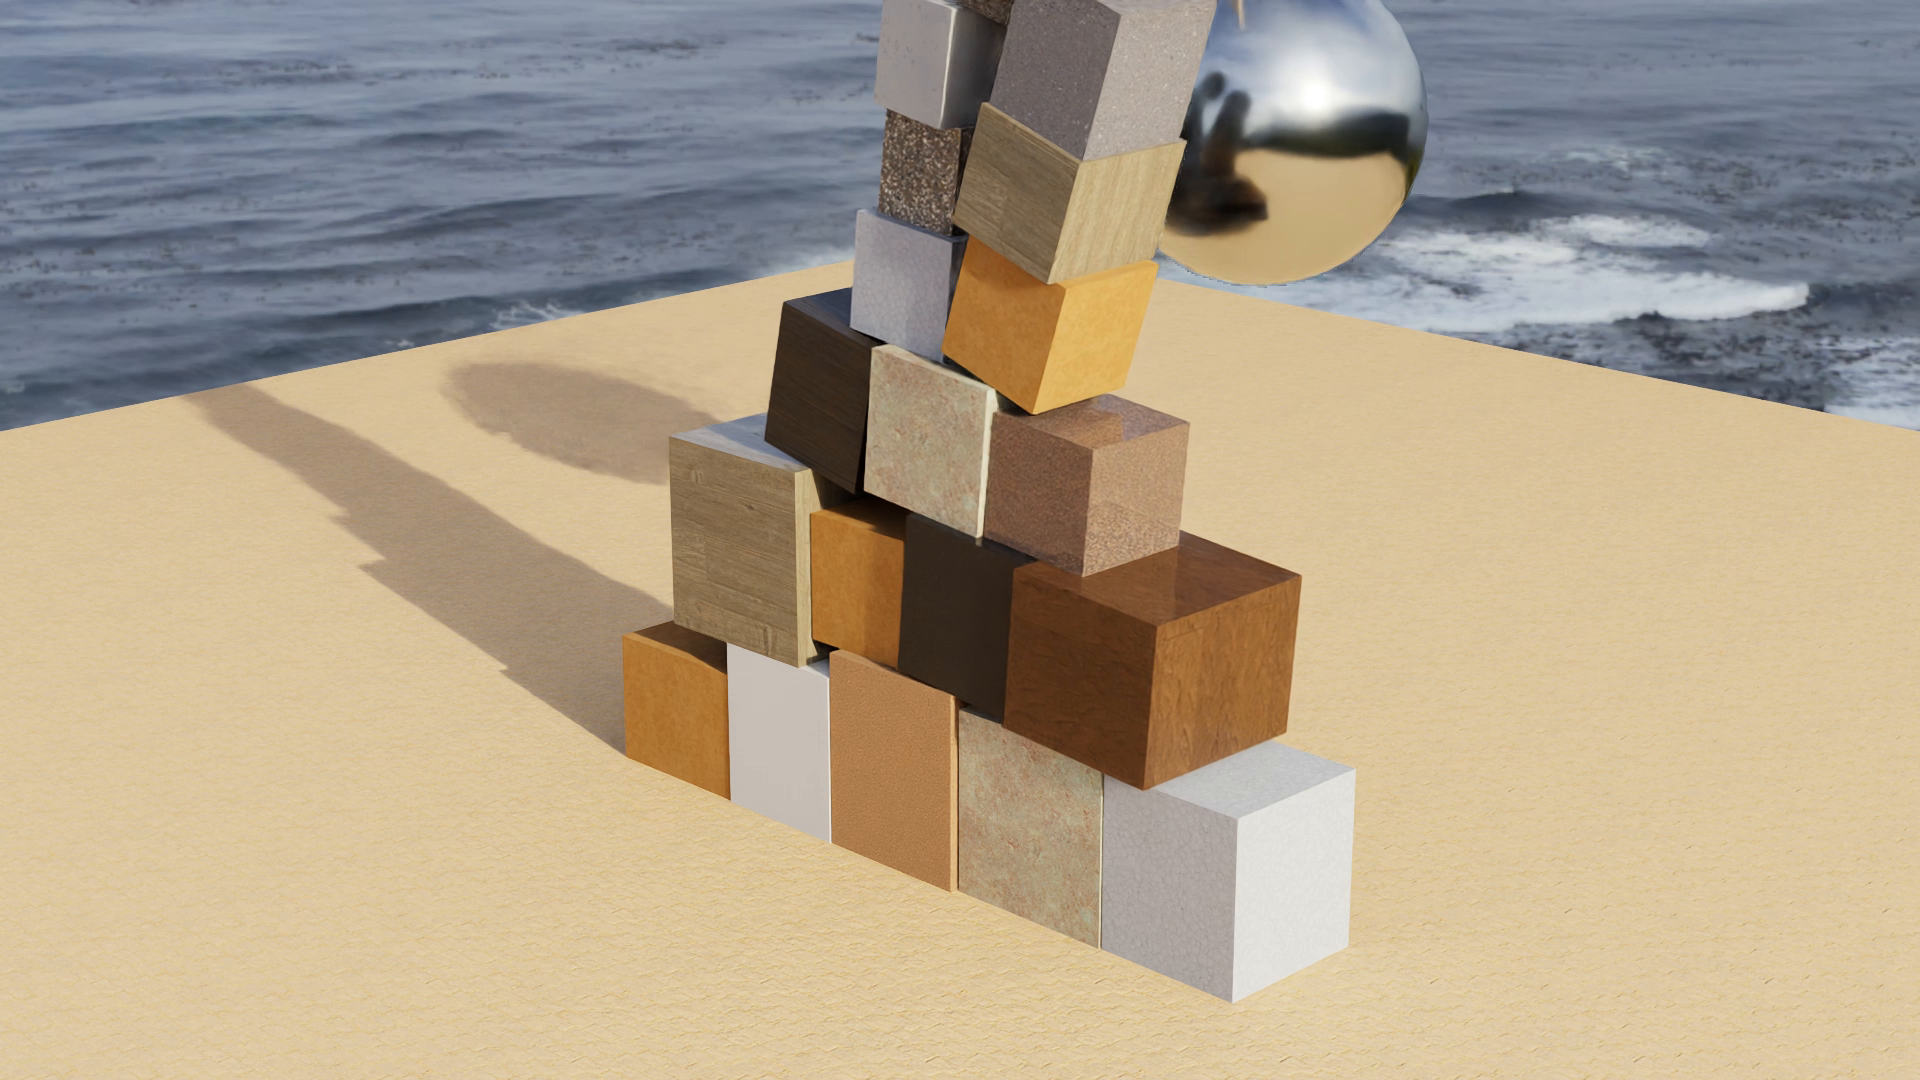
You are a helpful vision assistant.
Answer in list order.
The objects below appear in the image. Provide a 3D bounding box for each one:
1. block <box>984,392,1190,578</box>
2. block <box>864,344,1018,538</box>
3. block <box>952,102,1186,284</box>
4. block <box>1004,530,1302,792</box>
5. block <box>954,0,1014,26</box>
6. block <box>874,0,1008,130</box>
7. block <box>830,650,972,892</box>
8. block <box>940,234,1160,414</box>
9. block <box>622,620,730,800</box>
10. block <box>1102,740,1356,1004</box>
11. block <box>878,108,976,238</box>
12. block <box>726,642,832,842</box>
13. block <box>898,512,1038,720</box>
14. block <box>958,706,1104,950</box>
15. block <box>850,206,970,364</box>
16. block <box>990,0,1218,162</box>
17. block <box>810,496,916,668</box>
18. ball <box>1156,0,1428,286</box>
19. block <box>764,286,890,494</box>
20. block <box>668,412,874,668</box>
[{"bbox_3d":[0.547,-0.260,12.685,0.583,0.572,0.622,23,28,40],"label":"block"},{"bbox_3d":[0.096,-0.507,13.101,0.714,0.674,0.724,23,28,40],"label":"block"},{"bbox_3d":[0.457,-1.506,12.331,0.667,0.554,0.579,-18,44,-42],"label":"block"},{"bbox_3d":[0.827,0.482,12.629,0.811,0.740,0.944,22,27,40],"label":"block"},{"bbox_3d":[0.247,-2.498,12.351,0.455,0.495,0.481,32,33,33],"label":"block"},{"bbox_3d":[-0.020,-2.108,12.672,0.495,0.520,0.445,-14,30,-40],"label":"block"},{"bbox_3d":[-0.026,0.970,13.671,0.836,0.952,0.794,-17,24,-42],"label":"block"},{"bbox_3d":[0.381,-0.996,12.609,0.586,0.610,0.575,-18,44,-43],"label":"block"},{"bbox_3d":[-1.124,0.791,14.739,0.784,0.652,0.815,-17,24,-42],"label":"block"},{"bbox_3d":[1.149,1.373,12.593,0.781,0.828,0.736,-17,24,-42],"label":"block"},{"bbox_3d":[-0.028,-1.649,12.885,0.450,0.479,0.440,24,28,37],"label":"block"},{"bbox_3d":[-0.566,0.869,14.203,0.843,0.826,0.712,-17,24,-42],"label":"block"},{"bbox_3d":[0.275,0.259,13.117,0.797,0.741,0.715,-17,29,-42],"label":"block"},{"bbox_3d":[0.578,1.179,13.128,0.792,0.878,0.857,-17,24,-42],"label":"block"},{"bbox_3d":[-0.091,-1.168,13.070,0.492,0.546,0.599,-17,30,-43],"label":"block"},{"bbox_3d":[0.586,-2.004,12.026,0.600,0.642,0.548,-19,44,-43],"label":"block"},{"bbox_3d":[-0.216,0.161,13.632,0.707,0.616,0.629,-17,24,-42],"label":"block"},{"bbox_3d":[1.467,-2.038,14.239,1.600,1.600,1.600,0,17,0],"label":"ball"},{"bbox_3d":[-0.400,-0.721,13.562,0.695,0.704,0.623,-17,37,-43],"label":"block"},{"bbox_3d":[-0.786,-0.037,14.125,0.817,0.949,0.903,-17,24,-42],"label":"block"}]
